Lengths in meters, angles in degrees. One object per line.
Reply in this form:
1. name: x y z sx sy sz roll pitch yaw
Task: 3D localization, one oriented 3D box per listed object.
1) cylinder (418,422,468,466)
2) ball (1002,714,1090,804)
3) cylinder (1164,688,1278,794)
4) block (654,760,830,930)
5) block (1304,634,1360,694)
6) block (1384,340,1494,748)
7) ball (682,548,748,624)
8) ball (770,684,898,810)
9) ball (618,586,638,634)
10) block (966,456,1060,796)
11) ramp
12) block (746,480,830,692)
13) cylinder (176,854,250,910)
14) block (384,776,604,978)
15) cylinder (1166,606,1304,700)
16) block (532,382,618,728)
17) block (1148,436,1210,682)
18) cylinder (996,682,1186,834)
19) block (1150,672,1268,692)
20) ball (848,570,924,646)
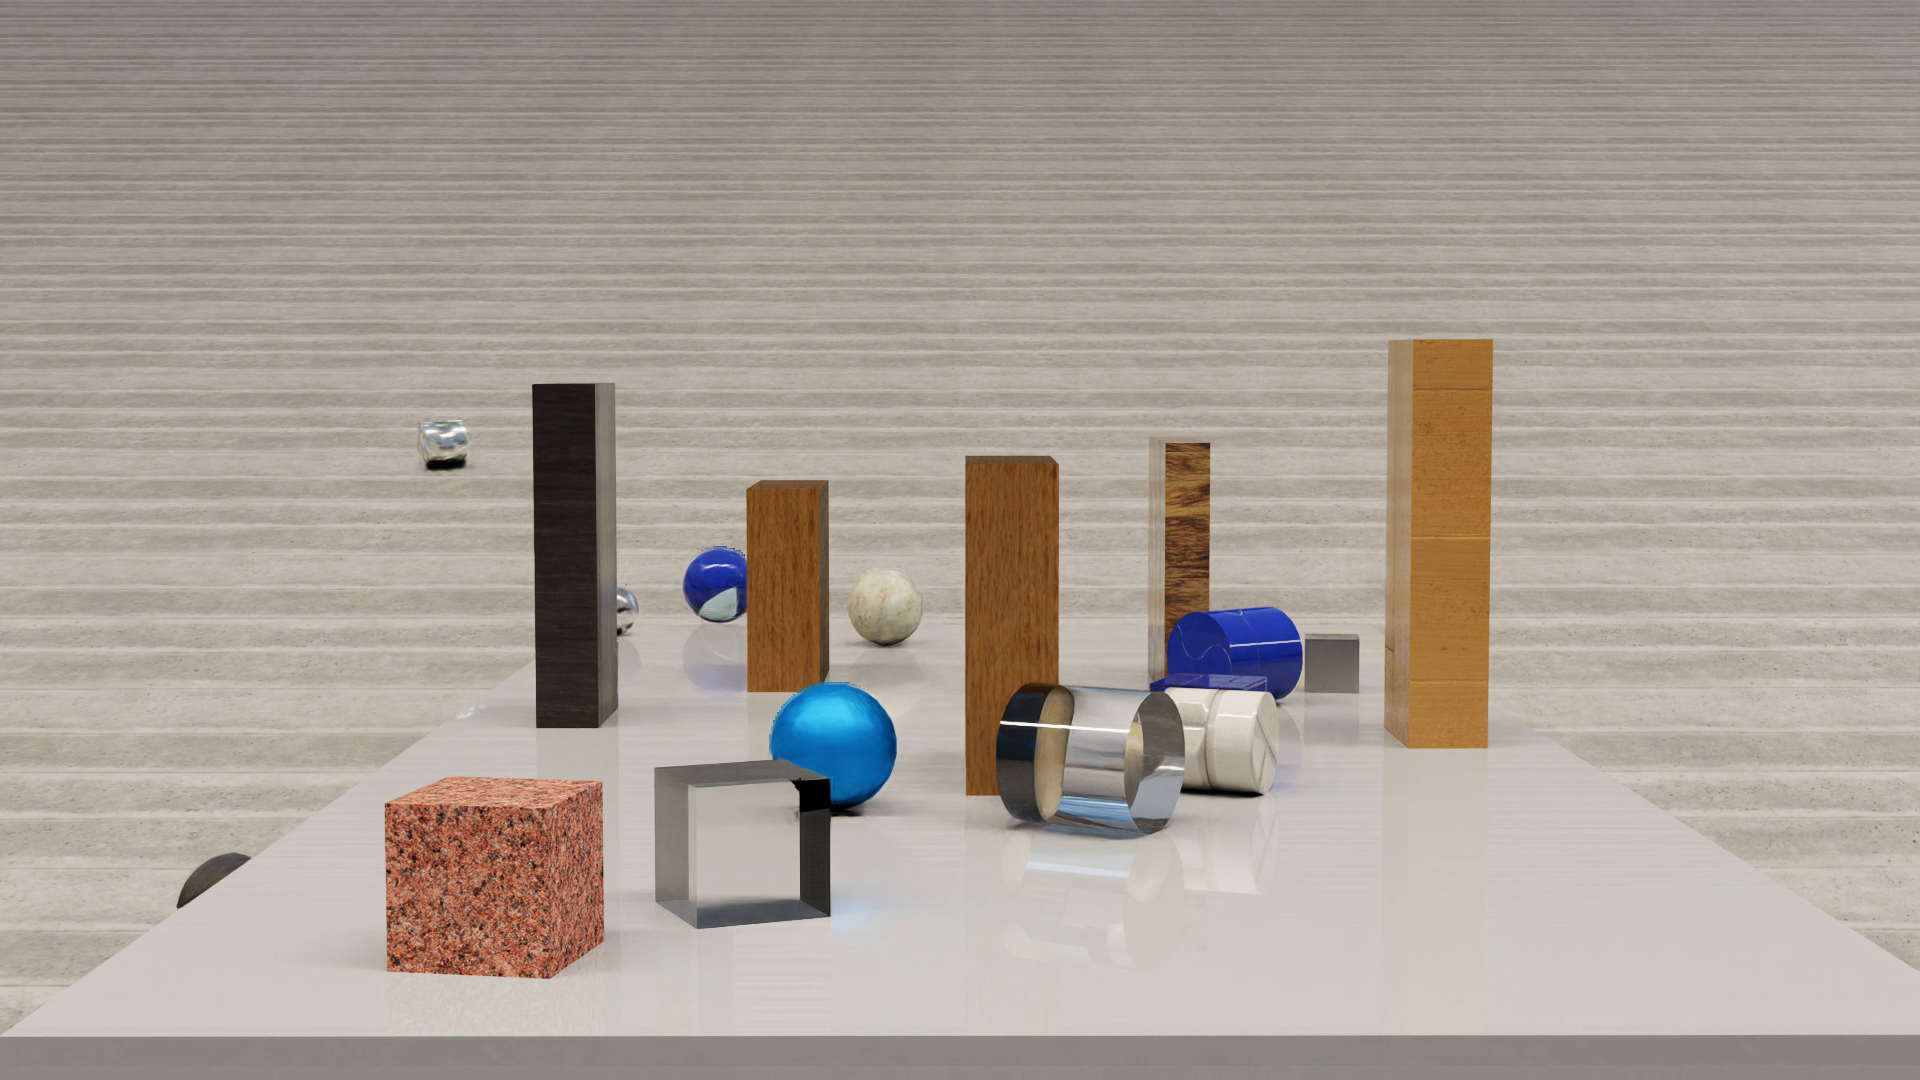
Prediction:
1. cylinder: -1.638 -0.305 8.131 0.127 0.127 0.127 -5 19 -24
2. ball: 0.131 0.331 3.880 0.134 0.134 0.134 0 19 0
3. cylinder: 0.400 0.311 3.993 0.158 0.158 0.158 2 18 22
4. block: -0.266 0.367 3.122 0.168 0.168 0.168 -2 4 -24
5. block: 0.757 0.251 5.225 0.109 0.109 0.109 0 4 8
6. block: 0.842 0.000 4.532 0.136 0.705 0.254 0 4 0
7. ball: -0.620 0.119 6.627 0.193 0.193 0.193 0 19 0
8. ball: -0.188 0.308 3.825 0.188 0.188 0.188 0 19 0
9. ball: -0.849 0.172 6.292 0.122 0.122 0.122 0 19 0
10. block: 0.080 0.126 4.119 0.142 0.510 0.372 0 4 0
11. ramp: 0.045 0.403 4.539 2.000 0.100 4.000 0 4 0
12. block: -0.357 0.089 5.376 0.147 0.412 0.394 0 4 0
13. cylinder: -1.392 0.737 5.015 0.197 0.197 0.197 -17 25 -41
14. block: -0.519 0.374 2.876 0.186 0.186 0.186 1 4 10
15. cylinder: 0.535 0.228 5.000 0.187 0.187 0.187 -3 17 -37
16. block: -0.717 0.021 4.797 0.114 0.627 0.275 0 4 0
17. block: 0.449 0.047 5.292 0.088 0.508 0.438 0 4 0
18. cylinder: 0.188 0.311 3.679 0.202 0.202 0.202 2 18 30
19. block: 0.403 0.303 4.158 0.152 0.152 0.152 2 4 22
20. ball: -0.176 0.159 6.061 0.179 0.179 0.179 0 19 0
